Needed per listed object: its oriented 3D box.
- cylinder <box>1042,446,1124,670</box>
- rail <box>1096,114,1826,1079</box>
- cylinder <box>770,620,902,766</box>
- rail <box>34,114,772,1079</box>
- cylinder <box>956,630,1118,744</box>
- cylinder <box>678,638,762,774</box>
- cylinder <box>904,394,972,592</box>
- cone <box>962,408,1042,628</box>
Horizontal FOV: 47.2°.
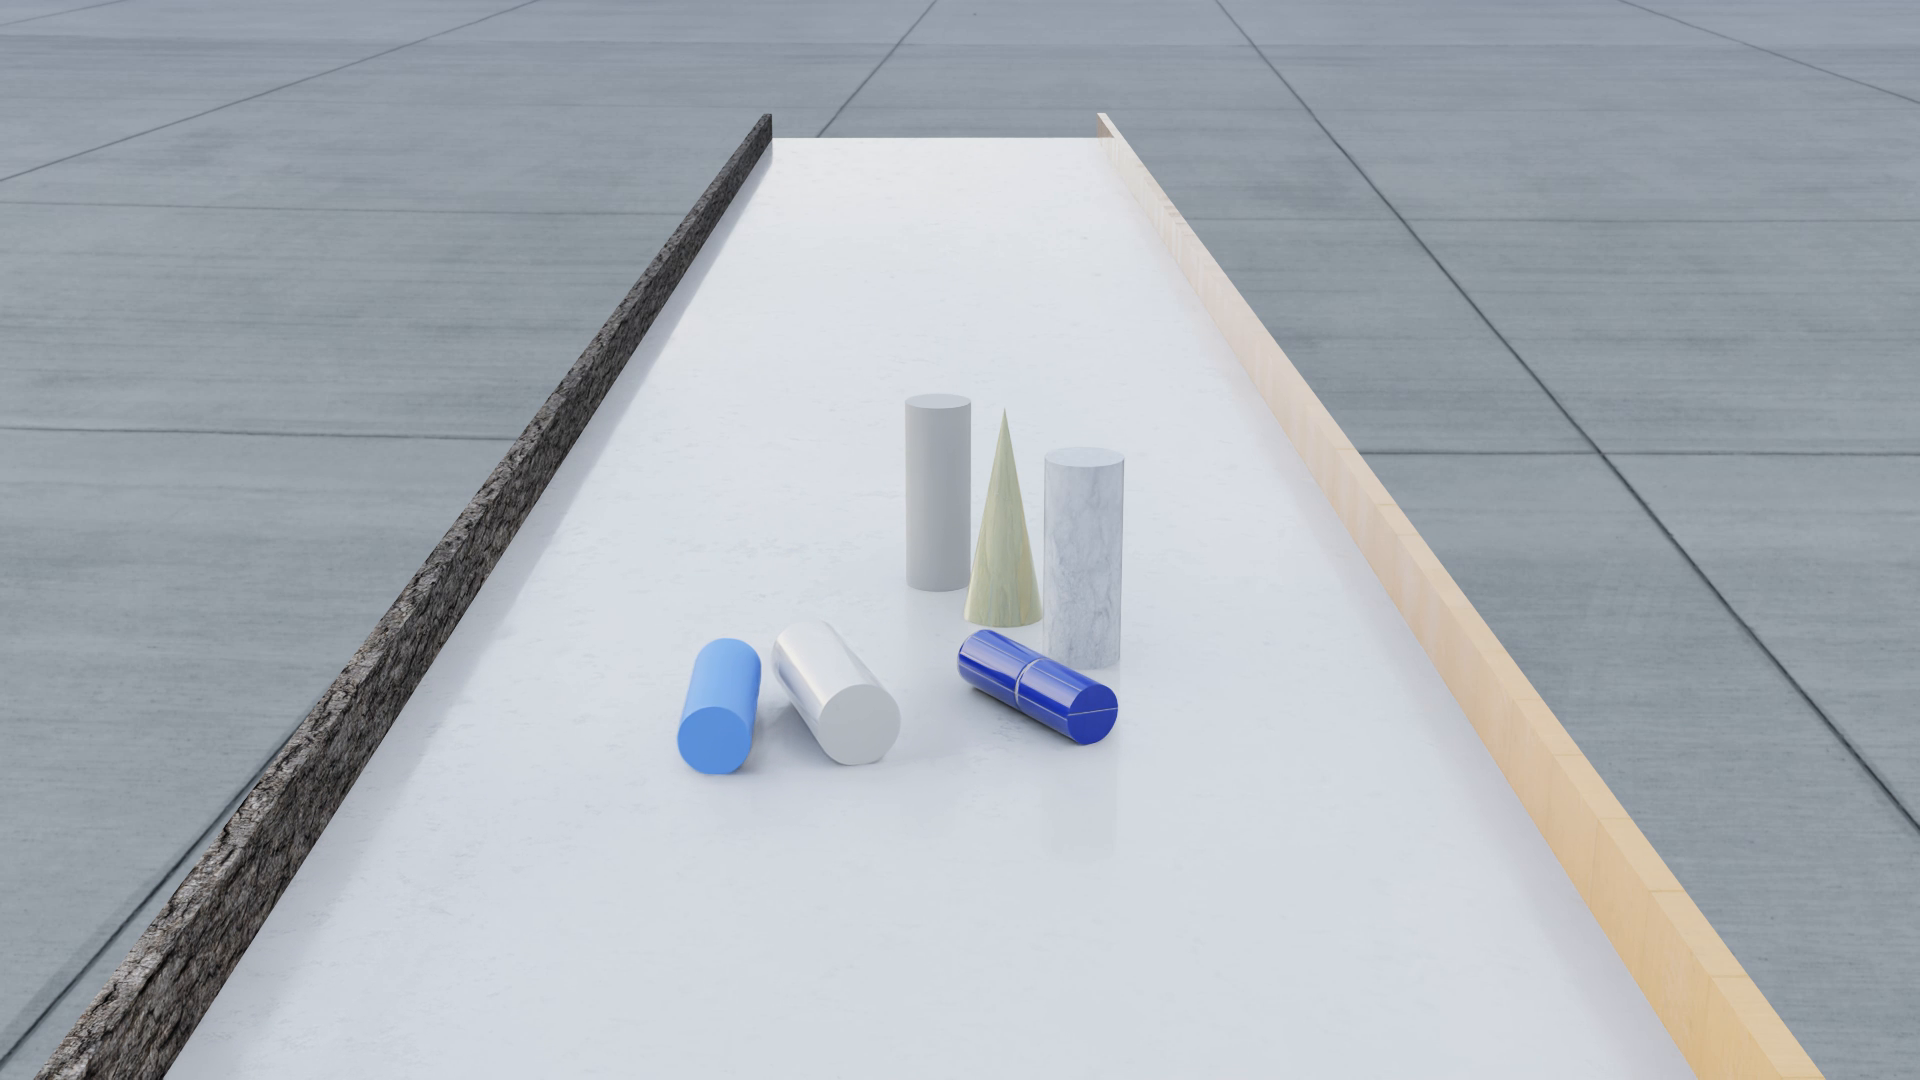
[{"bbox_3d":[0.244,0.036,4.375,0.156,0.416,0.156,0,17,0],"label":"cylinder"},{"bbox_3d":[0.932,-0.844,7.801,0.050,0.150,12.000,0,17,-1],"label":"rail"},{"bbox_3d":[-0.233,0.274,4.037,0.152,0.152,0.373,-5,17,-17],"label":"cylinder"},{"bbox_3d":[-1.118,-0.838,7.780,0.050,0.150,12.000,0,17,-1],"label":"rail"},{"bbox_3d":[0.141,0.271,4.117,0.114,0.114,0.367,-10,19,-31],"label":"cylinder"},{"bbox_3d":[-0.433,0.298,4.000,0.128,0.128,0.363,-1,17,-2],"label":"cylinder"},{"bbox_3d":[-0.048,-0.105,4.853,0.144,0.414,0.144,0,17,0],"label":"cylinder"},{"bbox_3d":[0.093,-0.059,4.626,0.173,0.456,0.173,0,17,0],"label":"cone"}]
